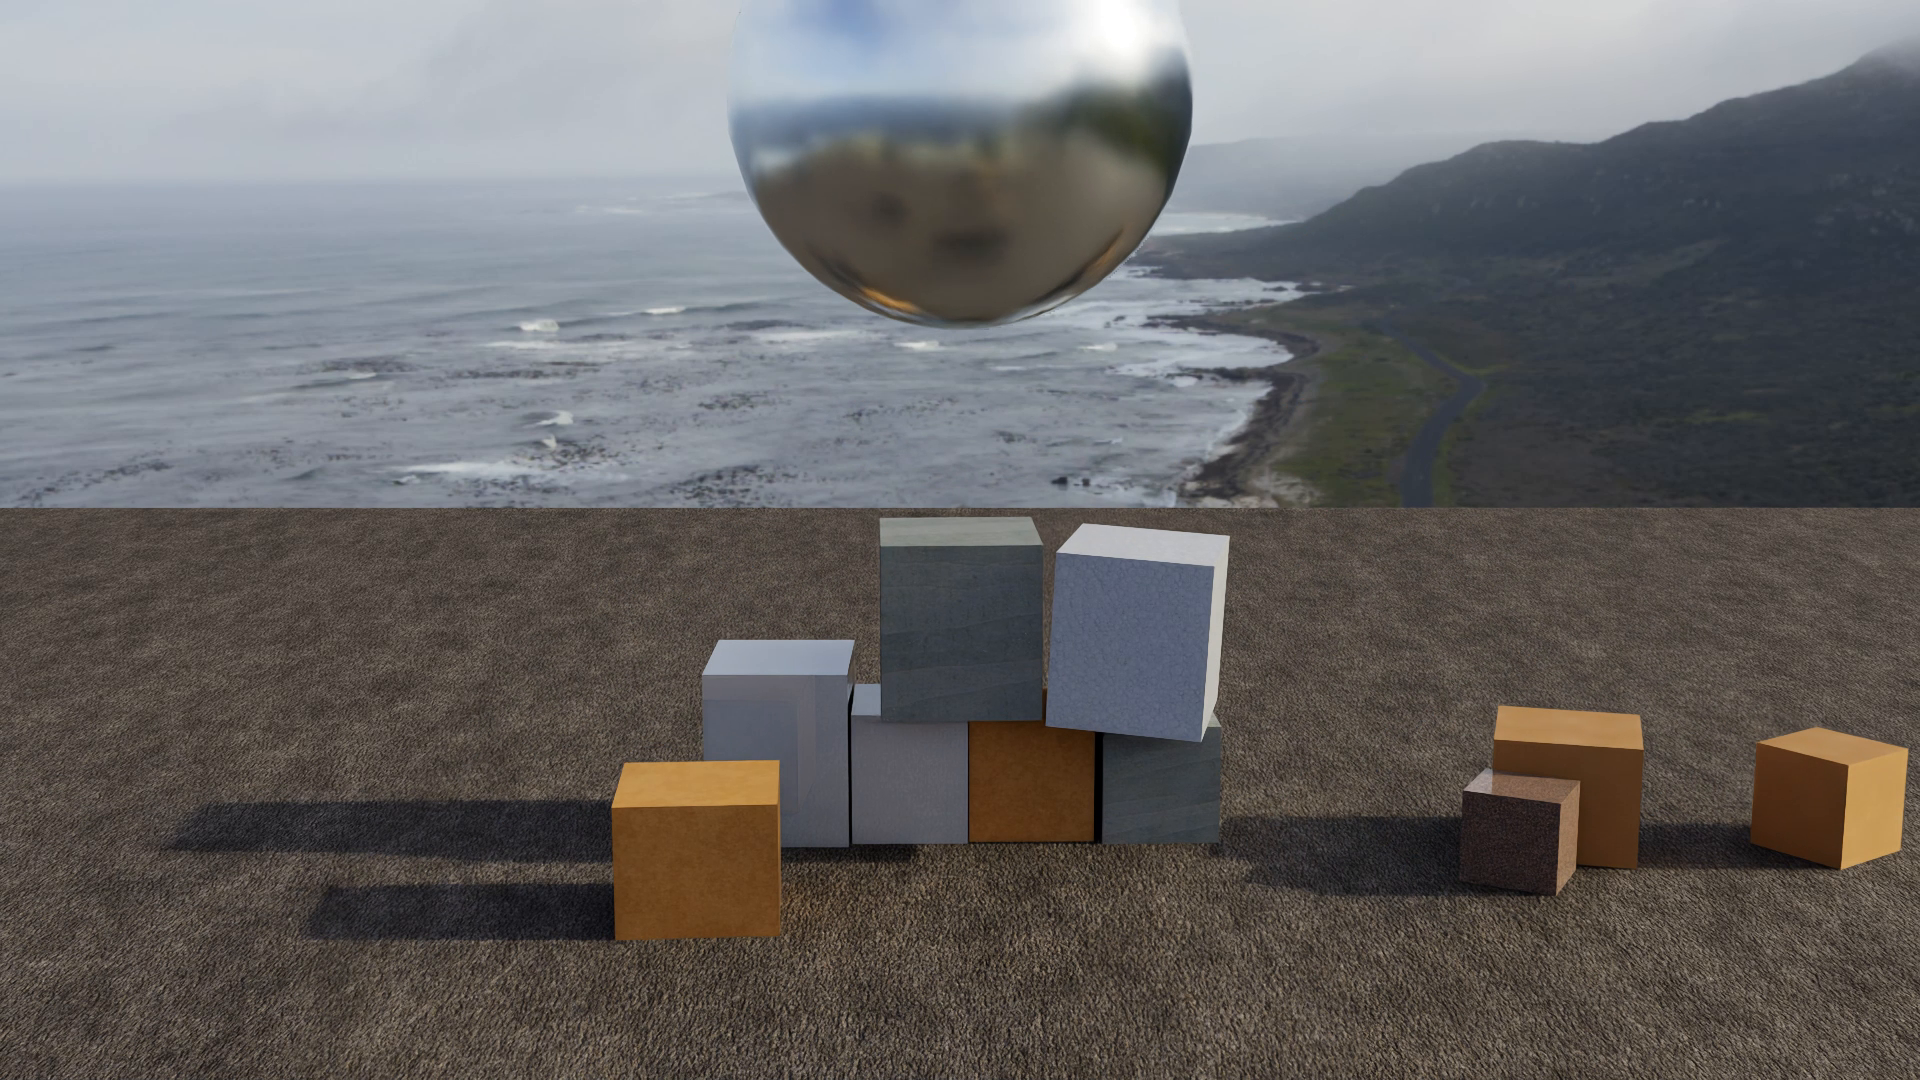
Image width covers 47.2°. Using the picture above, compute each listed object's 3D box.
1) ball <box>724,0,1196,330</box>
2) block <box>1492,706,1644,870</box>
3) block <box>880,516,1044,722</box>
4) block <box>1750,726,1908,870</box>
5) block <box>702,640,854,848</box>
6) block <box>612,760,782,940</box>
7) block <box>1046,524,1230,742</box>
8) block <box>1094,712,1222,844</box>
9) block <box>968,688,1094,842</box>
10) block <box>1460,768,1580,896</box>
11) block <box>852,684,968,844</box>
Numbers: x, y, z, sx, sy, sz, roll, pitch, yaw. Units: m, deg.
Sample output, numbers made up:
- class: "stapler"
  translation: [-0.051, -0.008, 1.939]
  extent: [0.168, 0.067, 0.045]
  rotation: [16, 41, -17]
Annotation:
- class: "ball"
  translation: [0.000, -1.523, 7.514]
  extent: [1.600, 1.600, 1.600]
  rotation: [0, 10, 0]
- class: "block"
  translation: [3.054, 1.234, 11.091]
  extent: [0.703, 0.603, 0.680]
  rotation: [3, 11, 15]
- class: "block"
  translation: [-0.007, 0.389, 11.201]
  extent: [0.794, 0.884, 0.819]
  rotation: [0, 10, -2]
- class: "block"
  translation: [4.354, 1.285, 11.024]
  extent: [0.508, 0.527, 0.509]
  rotation: [-7, 13, -35]
- class: "block"
  translation: [-0.920, 1.038, 11.367]
  extent: [0.720, 0.891, 0.774]
  rotation: [0, 10, 0]
- class: "block"
  translation: [-1.194, 1.411, 10.093]
  extent: [0.727, 0.613, 0.708]
  rotation: [-1, 10, -4]
- class: "block"
  translation: [0.911, 0.449, 11.139]
  extent: [0.770, 0.874, 0.899]
  rotation: [5, 10, 11]
- class: "block"
  translation: [1.004, 1.177, 11.393]
  extent: [0.592, 0.607, 0.658]
  rotation: [0, 10, -2]
- class: "block"
  translation: [0.358, 1.158, 11.405]
  extent: [0.633, 0.641, 0.626]
  rotation: [0, 10, -1]
- class: "block"
  translation: [2.698, 1.401, 10.598]
  extent: [0.462, 0.451, 0.420]
  rotation: [5, 12, 27]
- class: "block"
  translation: [-0.257, 1.148, 11.373]
  extent: [0.585, 0.672, 0.639]
  rotation: [0, 10, -1]
